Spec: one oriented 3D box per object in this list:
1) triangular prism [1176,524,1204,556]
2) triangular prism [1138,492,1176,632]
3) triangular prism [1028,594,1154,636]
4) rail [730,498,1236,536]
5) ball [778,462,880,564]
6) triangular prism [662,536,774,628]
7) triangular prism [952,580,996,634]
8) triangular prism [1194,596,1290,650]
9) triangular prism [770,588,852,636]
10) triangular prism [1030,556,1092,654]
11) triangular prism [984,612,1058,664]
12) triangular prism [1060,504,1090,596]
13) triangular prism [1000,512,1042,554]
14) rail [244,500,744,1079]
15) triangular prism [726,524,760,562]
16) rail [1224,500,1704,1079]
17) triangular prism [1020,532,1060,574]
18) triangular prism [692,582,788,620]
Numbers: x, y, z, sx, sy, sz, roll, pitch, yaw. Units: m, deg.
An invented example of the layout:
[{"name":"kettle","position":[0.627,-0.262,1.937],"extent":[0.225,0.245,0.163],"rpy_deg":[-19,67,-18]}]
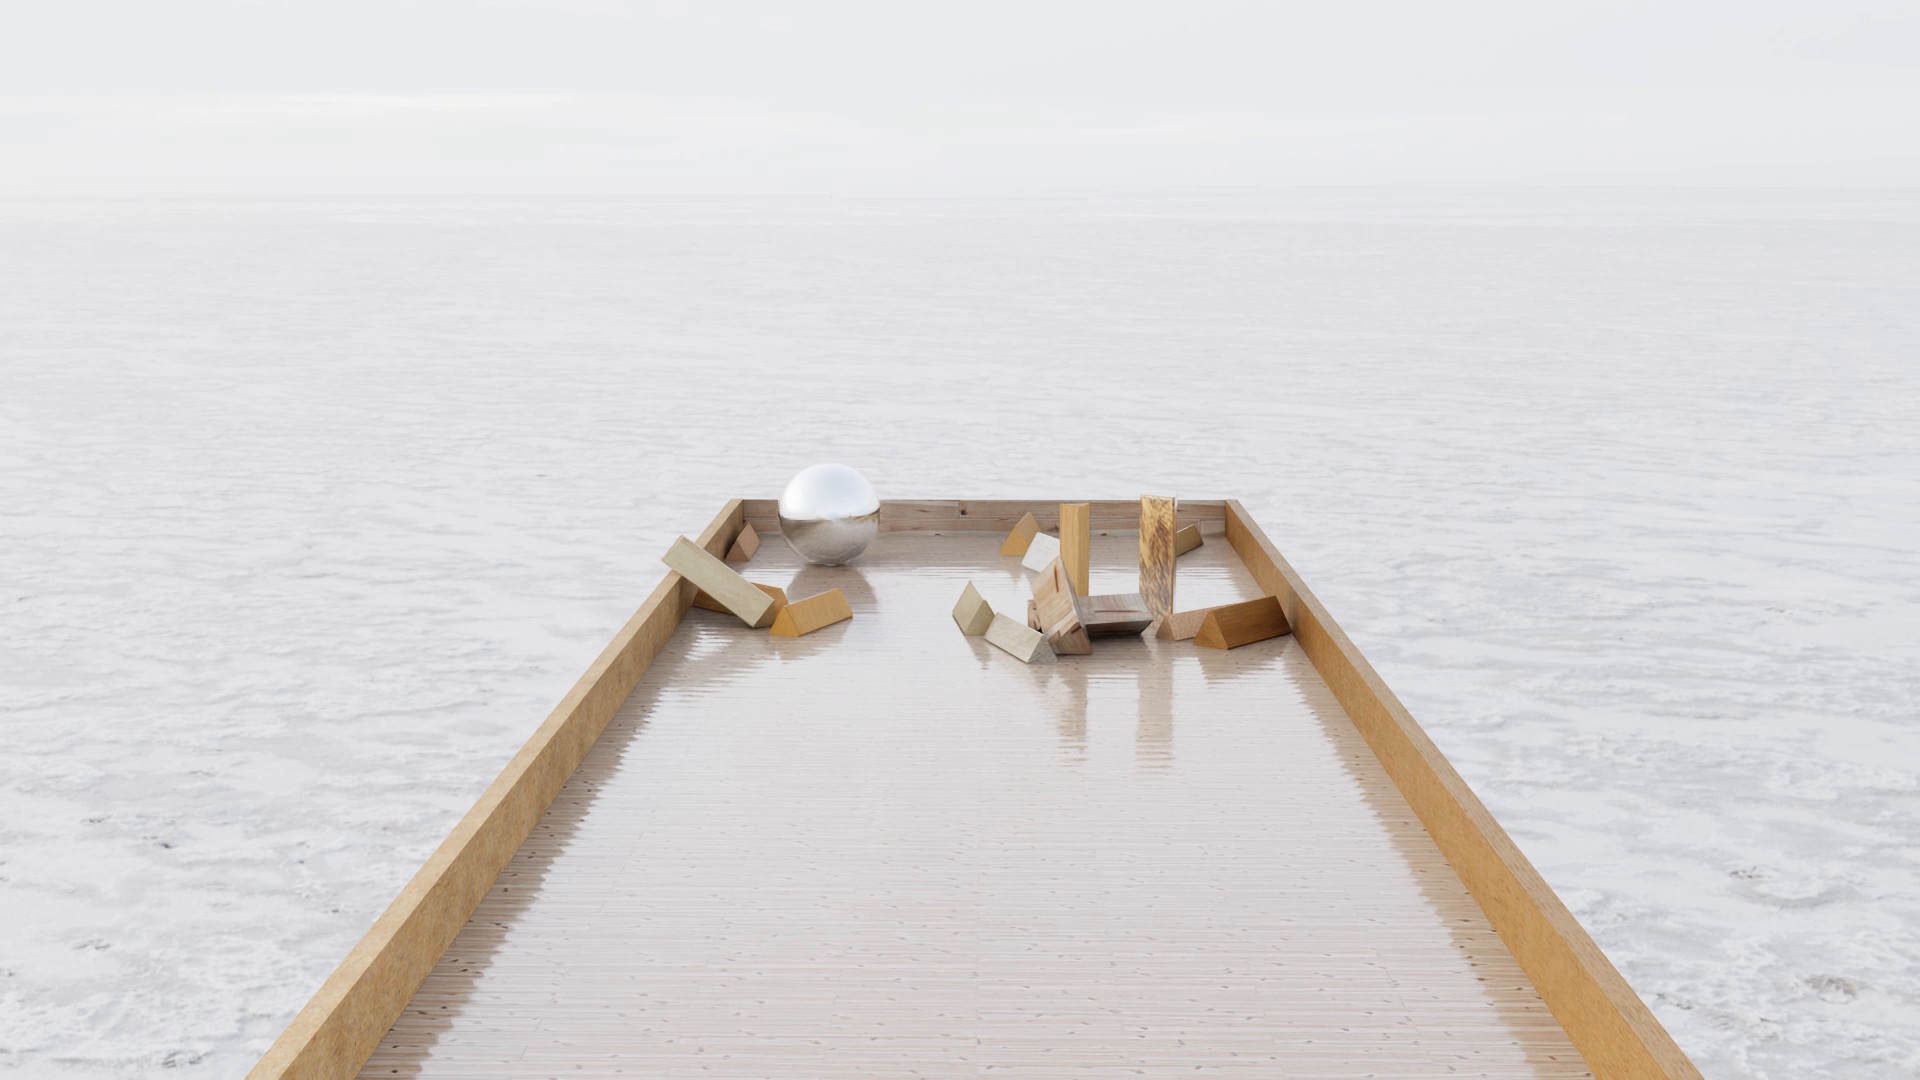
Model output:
[{"name":"triangular prism","position":[0.858,0.007,8.711],"extent":[0.088,0.076,0.443],"rpy_deg":[4,10,23]},{"name":"triangular prism","position":[0.673,0.066,7.193],"extent":[0.132,0.439,0.114],"rpy_deg":[7,12,39]},{"name":"triangular prism","position":[0.407,0.233,7.004],"extent":[0.387,0.114,0.132],"rpy_deg":[-3,-22,-18]},{"name":"rail","position":[0.099,-0.098,9.147],"extent":[2.100,0.150,0.050],"rpy_deg":[0,9,1]},{"name":"ball","position":[-0.500,-0.102,8.408],"extent":[0.390,0.390,0.390],"rpy_deg":[0,9,0]},{"name":"triangular prism","position":[-0.787,0.131,7.280],"extent":[0.436,0.097,0.112],"rpy_deg":[33,20,26]},{"name":"triangular prism","position":[0.059,0.218,7.252],"extent":[0.130,0.113,0.365],"rpy_deg":[-1,9,-7]},{"name":"triangular prism","position":[0.902,0.256,7.007],"extent":[0.134,0.116,0.355],"rpy_deg":[8,12,41]},{"name":"triangular prism","position":[-0.487,0.232,7.229],"extent":[0.107,0.093,0.375],"rpy_deg":[4,10,25]},{"name":"triangular prism","position":[0.326,0.198,6.865],"extent":[0.142,0.123,0.334],"rpy_deg":[3,36,-12]},{"name":"triangular prism","position":[0.186,0.299,6.834],"extent":[0.098,0.085,0.397],"rpy_deg":[-3,9,-19]},{"name":"triangular prism","position":[0.389,0.083,7.195],"extent":[0.084,0.404,0.097],"rpy_deg":[-7,11,-38]},{"name":"triangular prism","position":[0.252,-0.030,8.817],"extent":[0.131,0.113,0.388],"rpy_deg":[2,9,9]},{"name":"rail","position":[-1.004,0.839,3.234],"extent":[0.050,0.150,12.000],"rpy_deg":[0,9,1]},{"name":"triangular prism","position":[-0.859,0.006,8.698],"extent":[0.094,0.081,0.445],"rpy_deg":[0,9,1]},{"name":"rail","position":[1.046,0.843,3.208],"extent":[0.050,0.150,12.000],"rpy_deg":[0,9,1]},{"name":"triangular prism","position":[0.354,0.054,8.257],"extent":[0.142,0.123,0.313],"rpy_deg":[-3,10,-21]},{"name":"triangular prism","position":[-0.736,0.189,7.448],"extent":[0.125,0.108,0.403],"rpy_deg":[-8,12,-43]}]
